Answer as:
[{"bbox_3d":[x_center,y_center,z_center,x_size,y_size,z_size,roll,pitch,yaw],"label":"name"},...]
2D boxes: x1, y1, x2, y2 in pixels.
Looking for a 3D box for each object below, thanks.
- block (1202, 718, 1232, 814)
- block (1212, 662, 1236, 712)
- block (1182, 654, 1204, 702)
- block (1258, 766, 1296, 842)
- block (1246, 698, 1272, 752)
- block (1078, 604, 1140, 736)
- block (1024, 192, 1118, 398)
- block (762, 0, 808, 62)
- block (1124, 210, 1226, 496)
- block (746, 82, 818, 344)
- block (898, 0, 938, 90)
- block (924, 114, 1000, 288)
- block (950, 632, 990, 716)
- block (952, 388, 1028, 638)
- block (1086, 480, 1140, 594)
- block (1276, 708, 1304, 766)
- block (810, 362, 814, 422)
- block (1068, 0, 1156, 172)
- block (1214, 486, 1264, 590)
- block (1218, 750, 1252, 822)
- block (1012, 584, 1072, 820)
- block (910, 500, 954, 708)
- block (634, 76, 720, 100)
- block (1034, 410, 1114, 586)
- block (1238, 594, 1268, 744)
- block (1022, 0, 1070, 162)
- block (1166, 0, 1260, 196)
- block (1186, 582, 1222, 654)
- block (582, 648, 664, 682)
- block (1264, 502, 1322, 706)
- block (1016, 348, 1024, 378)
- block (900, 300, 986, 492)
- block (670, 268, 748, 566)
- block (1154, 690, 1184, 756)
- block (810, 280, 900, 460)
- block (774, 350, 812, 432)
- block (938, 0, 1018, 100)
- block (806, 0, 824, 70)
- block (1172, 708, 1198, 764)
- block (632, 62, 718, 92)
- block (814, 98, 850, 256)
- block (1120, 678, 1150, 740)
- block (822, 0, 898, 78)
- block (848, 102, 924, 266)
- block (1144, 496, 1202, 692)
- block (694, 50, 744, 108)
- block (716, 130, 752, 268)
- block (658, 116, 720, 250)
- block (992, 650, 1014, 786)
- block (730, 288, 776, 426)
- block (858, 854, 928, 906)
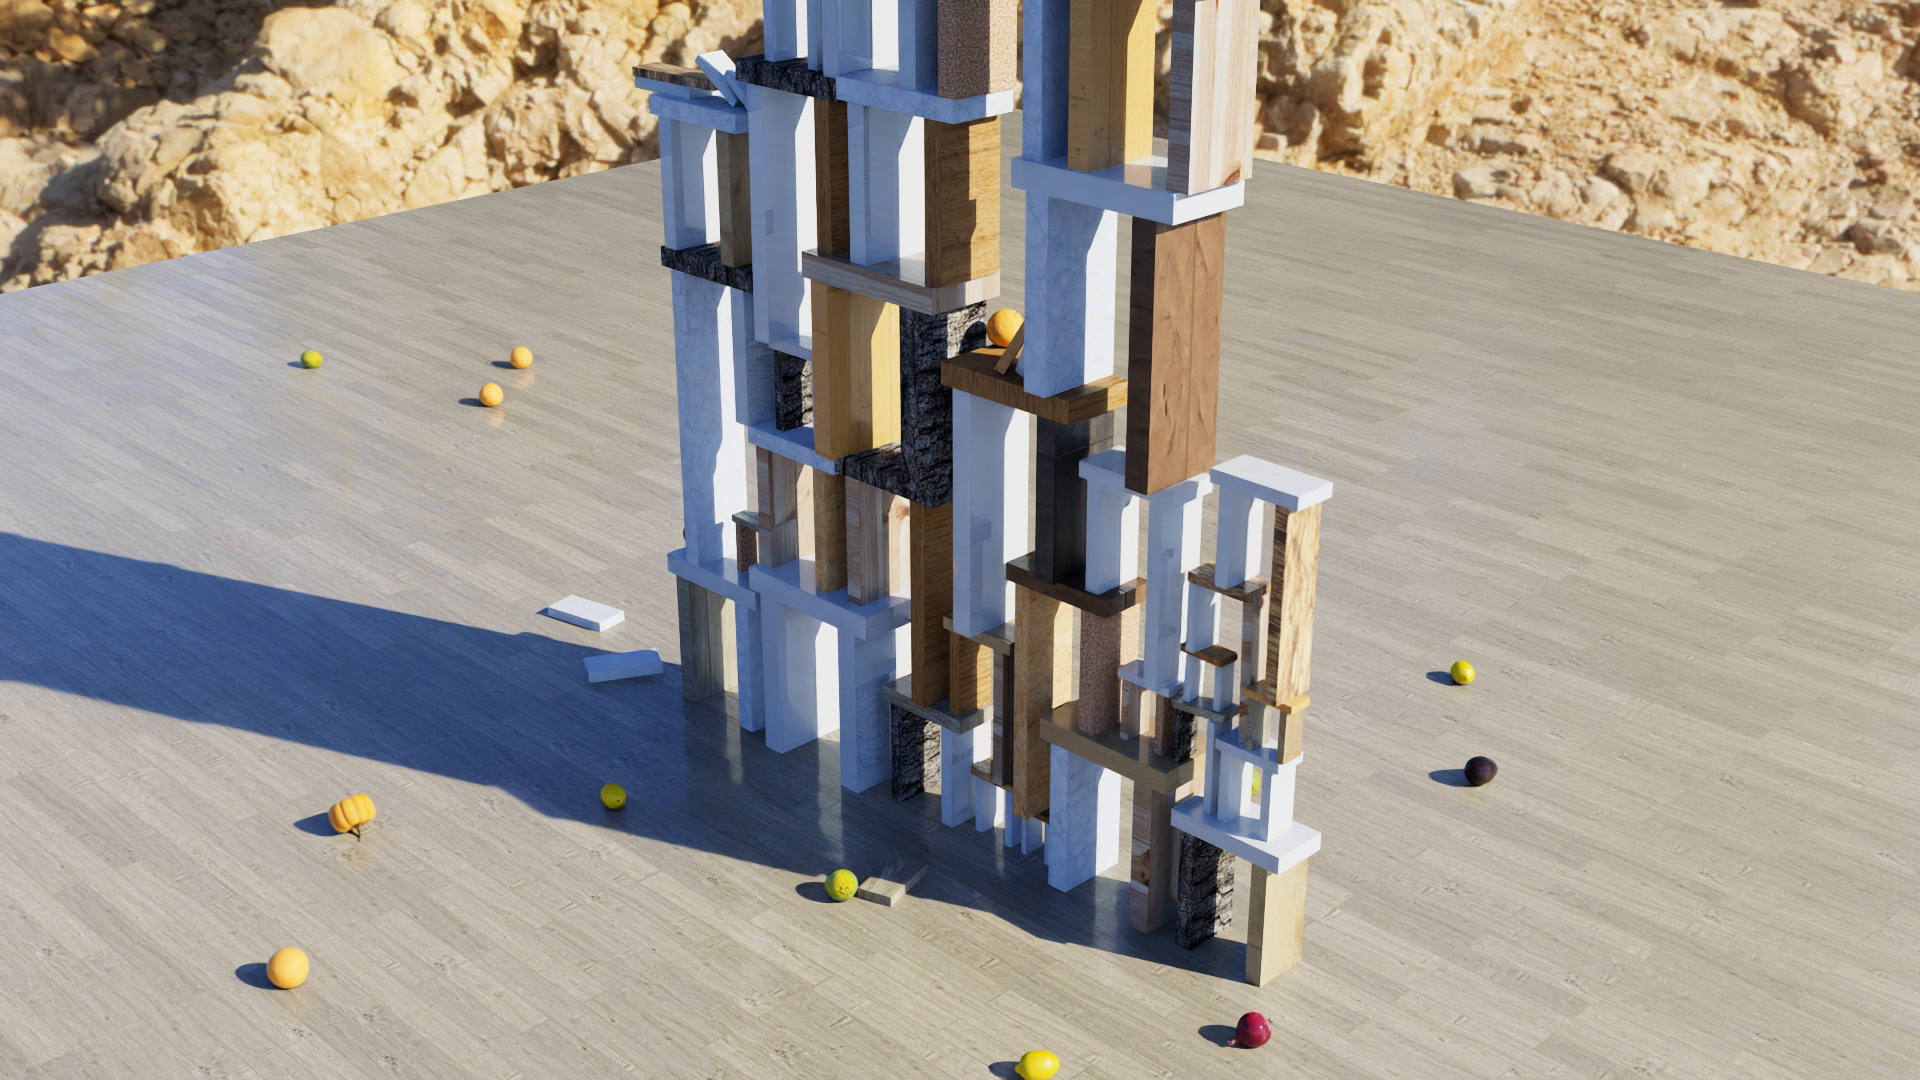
[{"bbox_3d":[0.457,0.394,3.896,0.015,0.182,0.054,20,30,39],"label":"block"},{"bbox_3d":[0.462,0.250,3.846,0.013,0.092,0.046,17,28,34],"label":"block"},{"bbox_3d":[0.414,0.236,3.880,0.013,0.092,0.046,18,29,33],"label":"block"},{"bbox_3d":[0.552,0.450,3.822,0.020,0.138,0.069,21,31,41],"label":"block"},{"bbox_3d":[0.516,0.310,3.795,0.014,0.101,0.050,21,31,40],"label":"block"},{"bbox_3d":[0.273,0.225,4.026,0.035,0.245,0.122,21,31,41],"label":"block"},{"bbox_3d":[0.192,-0.443,3.821,0.051,0.358,0.179,21,31,40],"label":"block"},{"bbox_3d":[-0.329,-1.005,4.159,0.026,0.184,0.092,21,31,40],"label":"block"},{"bbox_3d":[0.361,-0.324,3.688,0.179,0.473,0.051,-22,31,-40],"label":"block"},{"bbox_3d":[-0.343,-0.650,4.321,0.041,0.512,0.146,20,30,38],"label":"block"},{"bbox_3d":[-0.040,-0.956,3.868,0.043,0.305,0.153,21,31,41],"label":"block"},{"bbox_3d":[0.005,-0.617,3.952,0.043,0.301,0.150,21,31,40],"label":"block"},{"bbox_3d":[0.020,0.248,4.311,0.089,0.178,0.025,-22,31,-40],"label":"block"},{"bbox_3d":[0.058,-0.068,4.135,0.044,0.490,0.157,21,31,40],"label":"block"},{"bbox_3d":[0.273,-0.019,3.926,0.030,0.213,0.107,21,31,41],"label":"block"},{"bbox_3d":[0.564,0.329,3.751,0.014,0.101,0.050,22,31,40],"label":"block"},{"bbox_3d":[-0.255,-0.282,4.390,0.024,0.170,0.085,21,31,41],"label":"block"},{"bbox_3d":[0.250,-0.778,3.615,0.160,0.319,0.045,-22,31,-40],"label":"block"},{"bbox_3d":[0.472,-0.017,3.711,0.026,0.183,0.091,21,31,40],"label":"block"},{"bbox_3d":[0.487,0.424,3.882,0.020,0.138,0.069,21,31,41],"label":"block"},{"bbox_3d":[0.157,0.292,4.180,0.035,0.488,0.122,21,31,40],"label":"block"},{"bbox_3d":[-0.035,0.108,4.315,0.039,0.433,0.136,21,31,41],"label":"block"},{"bbox_3d":[-0.570,-0.921,4.447,0.169,0.024,0.085,20,30,39],"label":"block"},{"bbox_3d":[0.206,-0.091,3.965,0.044,0.314,0.157,21,31,40],"label":"block"},{"bbox_3d":[0.507,0.216,3.795,0.018,0.274,0.065,12,26,30],"label":"block"},{"bbox_3d":[0.173,-0.834,3.675,0.152,0.376,0.043,-22,31,-40],"label":"block"},{"bbox_3d":[0.401,-0.720,3.475,0.160,0.320,0.045,-22,31,-40],"label":"block"},{"bbox_3d":[0.423,0.127,3.820,0.065,0.130,0.018,-19,30,-38],"label":"block"},{"bbox_3d":[-0.774,0.288,5.051,0.169,0.024,0.085,-7,24,-17],"label":"block"},{"bbox_3d":[0.555,0.099,3.666,0.026,0.360,0.091,21,31,41],"label":"block"},{"bbox_3d":[0.149,-0.360,3.904,0.072,0.144,0.020,-22,53,-41],"label":"block"},{"bbox_3d":[-0.031,-0.282,4.129,0.050,0.354,0.177,21,31,41],"label":"block"},{"bbox_3d":[-0.530,-0.271,4.686,0.041,0.657,0.144,20,30,40],"label":"block"},{"bbox_3d":[0.377,0.322,3.956,0.060,0.121,0.017,-21,31,-40],"label":"block"},{"bbox_3d":[-0.202,-0.347,4.282,0.177,0.354,0.050,-19,30,-38],"label":"block"},{"bbox_3d":[-0.335,-0.313,4.462,0.024,0.170,0.085,21,31,41],"label":"block"},{"bbox_3d":[0.031,-0.925,3.795,0.043,0.304,0.152,21,31,40],"label":"block"},{"bbox_3d":[-0.241,-0.971,4.080,0.026,0.184,0.092,22,31,40],"label":"block"},{"bbox_3d":[0.403,0.340,3.928,0.015,0.108,0.054,18,29,36],"label":"block"},{"bbox_3d":[-0.554,-0.932,4.417,0.239,0.018,0.065,19,29,37],"label":"block"},{"bbox_3d":[-0.204,-0.697,4.152,0.146,0.292,0.041,-21,31,-40],"label":"block"},{"bbox_3d":[0.320,0.300,4.008,0.017,0.121,0.060,21,31,41],"label":"block"},{"bbox_3d":[-0.181,-1.010,4.005,0.153,0.314,0.043,-21,31,-40],"label":"block"},{"bbox_3d":[-0.136,-0.673,4.083,0.150,0.301,0.043,-21,31,-40],"label":"block"},{"bbox_3d":[0.373,0.086,3.860,0.030,0.355,0.107,21,31,41],"label":"block"},{"bbox_3d":[-0.458,-0.909,4.331,0.065,0.018,0.131,-24,69,-44],"label":"block"},{"bbox_3d":[-0.417,-0.691,4.382,0.039,0.272,0.136,21,31,40],"label":"block"},{"bbox_3d":[-0.545,-0.741,4.500,0.039,0.272,0.136,21,31,41],"label":"block"},{"bbox_3d":[0.104,0.331,4.255,0.025,0.287,0.089,21,31,40],"label":"block"},{"bbox_3d":[-0.395,-0.389,4.491,0.144,0.288,0.041,-21,31,-41],"label":"block"},{"bbox_3d":[-0.127,0.649,4.205,0.072,0.020,0.144,12,26,26],"label":"block"}]
